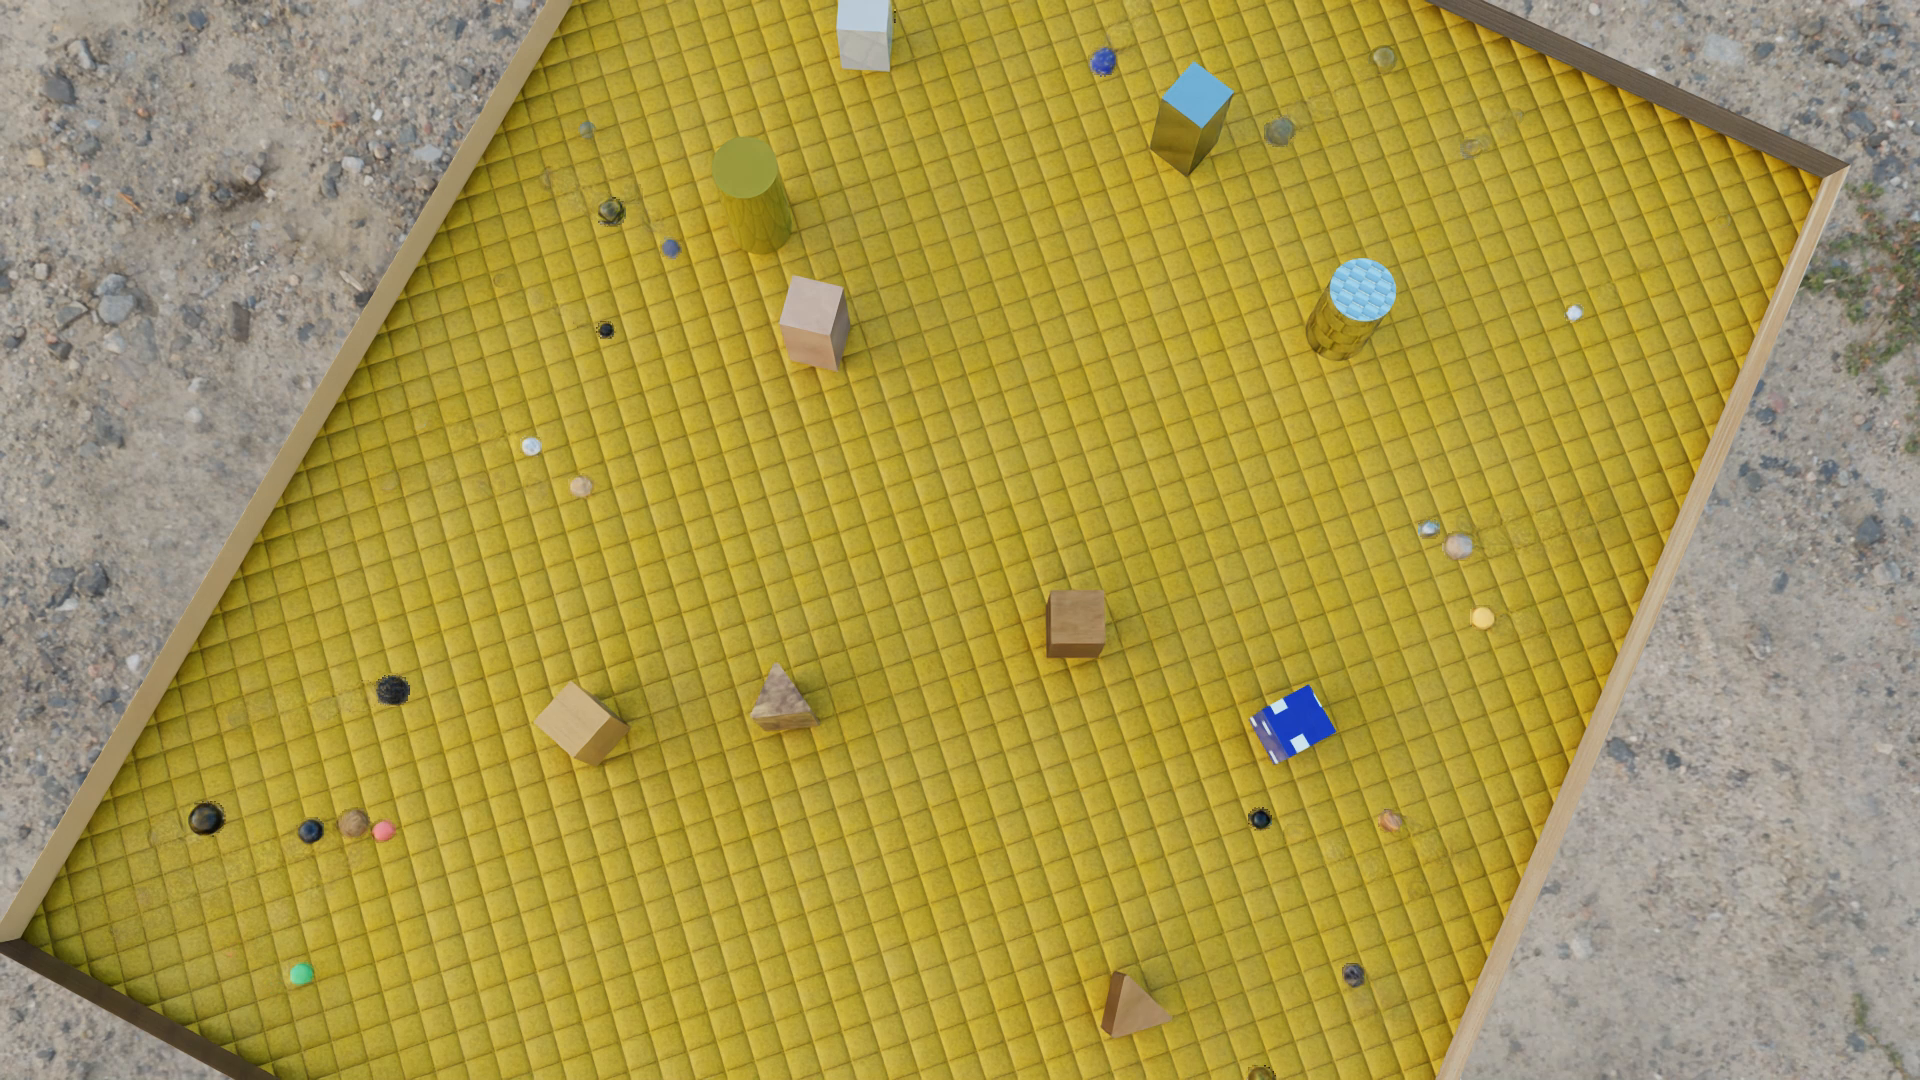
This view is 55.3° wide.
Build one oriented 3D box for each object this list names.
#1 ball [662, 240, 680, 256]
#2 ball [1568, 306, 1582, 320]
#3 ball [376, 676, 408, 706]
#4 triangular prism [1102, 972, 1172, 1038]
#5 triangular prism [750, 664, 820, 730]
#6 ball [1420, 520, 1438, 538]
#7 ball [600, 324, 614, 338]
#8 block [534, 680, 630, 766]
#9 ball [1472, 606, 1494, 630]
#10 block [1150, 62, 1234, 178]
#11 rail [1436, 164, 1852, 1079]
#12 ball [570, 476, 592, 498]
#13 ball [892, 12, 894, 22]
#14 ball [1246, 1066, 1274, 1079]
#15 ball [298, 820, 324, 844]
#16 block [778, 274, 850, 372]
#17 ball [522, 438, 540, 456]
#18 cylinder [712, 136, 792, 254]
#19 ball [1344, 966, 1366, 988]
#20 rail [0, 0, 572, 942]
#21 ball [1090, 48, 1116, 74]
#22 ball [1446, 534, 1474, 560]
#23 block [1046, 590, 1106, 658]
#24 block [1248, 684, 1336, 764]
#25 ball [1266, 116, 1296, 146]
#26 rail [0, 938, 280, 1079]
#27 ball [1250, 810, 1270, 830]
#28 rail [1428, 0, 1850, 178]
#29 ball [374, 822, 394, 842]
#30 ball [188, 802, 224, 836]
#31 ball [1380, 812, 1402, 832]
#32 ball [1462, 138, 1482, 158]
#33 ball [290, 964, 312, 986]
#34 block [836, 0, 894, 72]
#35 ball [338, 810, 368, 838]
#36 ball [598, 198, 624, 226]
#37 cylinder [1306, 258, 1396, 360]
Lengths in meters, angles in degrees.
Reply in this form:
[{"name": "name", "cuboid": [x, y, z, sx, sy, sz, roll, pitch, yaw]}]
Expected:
[{"name": "ball", "cuboid": [-0.912, -0.921, 5.779, 0.056, 0.056, 0.056, 0, 78, 0]}, {"name": "ball", "cuboid": [1.925, -0.710, 5.740, 0.046, 0.046, 0.046, 0, 78, 0]}, {"name": "ball", "cuboid": [-1.697, 0.451, 5.478, 0.089, 0.089, 0.089, 0, 78, 0]}, {"name": "triangular prism", "cuboid": [0.472, 1.290, 5.153, 0.168, 0.385, 0.146, -16, 79, -3]}, {"name": "triangular prism", "cuboid": [-0.510, 0.453, 5.328, 0.168, 0.381, 0.146, -6, 78, -1]}, {"name": "ball", "cuboid": [1.433, -0.034, 5.596, 0.053, 0.053, 0.053, 0, 78, 0]}, {"name": "ball", "cuboid": [-1.106, -0.655, 5.730, 0.044, 0.044, 0.044, 0, 78, 0]}, {"name": "block", "cuboid": [-1.096, 0.539, 5.336, 0.156, 0.330, 0.156, 40, 81, 8]}, {"name": "ball", "cuboid": [1.580, 0.236, 5.533, 0.068, 0.068, 0.068, 0, 78, 0]}, {"name": "block", "cuboid": [0.716, -1.302, 5.696, 0.156, 0.373, 0.156, 39, 81, 7]}, {"name": "rail", "cuboid": [1.732, 0.855, 5.374, 0.045, 0.126, 4.628, 26, 80, 5]}, {"name": "ball", "cuboid": [-1.162, -0.162, 5.616, 0.066, 0.066, 0.066, 0, 78, 0]}, {"name": "ball", "cuboid": [-0.235, -1.698, 5.941, 0.048, 0.048, 0.048, 0, 78, 0]}, {"name": "ball", "cuboid": [0.862, 1.552, 5.255, 0.079, 0.079, 0.079, 0, 78, 0]}, {"name": "ball", "cuboid": [-1.915, 0.860, 5.403, 0.070, 0.070, 0.070, 0, 78, 0]}, {"name": "block", "cuboid": [-0.438, -0.654, 5.568, 0.156, 0.361, 0.156, 14, 79, 3]}, {"name": "ball", "cuboid": [-1.321, -0.289, 5.647, 0.057, 0.057, 0.057, 0, 78, 0]}, {"name": "cylinder", "cuboid": [-0.631, -1.045, 5.596, 0.194, 0.464, 0.194, 0, 78, 0]}, {"name": "ball", "cuboid": [1.146, 1.267, 5.323, 0.062, 0.062, 0.062, 0, 78, 0]}, {"name": "rail", "cuboid": [-1.732, -0.842, 5.725, 0.045, 0.126, 4.628, 26, 80, 5]}, {"name": "ball", "cuboid": [0.462, -1.540, 5.893, 0.084, 0.084, 0.084, 0, 78, 0]}, {"name": "ball", "cuboid": [1.518, 0.021, 5.570, 0.083, 0.083, 0.083, 0, 78, 0]}, {"name": "block", "cuboid": [0.339, 0.251, 5.413, 0.156, 0.298, 0.156, 0, 78, 0]}, {"name": "block", "cuboid": [0.971, 0.543, 5.371, 0.156, 0.261, 0.156, -28, 80, -5]}, {"name": "ball", "cuboid": [1.022, -1.302, 5.839, 0.092, 0.092, 0.092, 0, 78, 0]}, {"name": "rail", "cuboid": [-1.024, 2.013, 5.135, 3.921, 0.126, 0.045, 26, 80, 5]}, {"name": "ball", "cuboid": [0.887, 0.827, 5.416, 0.057, 0.057, 0.057, 0, 78, 0]}, {"name": "rail", "cuboid": [1.024, -1.999, 5.965, 3.921, 0.126, 0.045, 26, 80, 5]}, {"name": "ball", "cuboid": [-1.702, 0.860, 5.409, 0.059, 0.059, 0.059, 0, 78, 0]}, {"name": "ball", "cuboid": [-2.220, 0.822, 5.397, 0.097, 0.097, 0.097, 0, 78, 0]}, {"name": "ball", "cuboid": [1.274, 0.833, 5.413, 0.061, 0.061, 0.061, 0, 78, 0]}, {"name": "ball", "cuboid": [1.632, -1.250, 5.845, 0.060, 0.060, 0.060, 0, 78, 0]}, {"name": "ball", "cuboid": [-1.914, 1.261, 5.324, 0.062, 0.062, 0.062, 0, 78, 0]}, {"name": "block", "cuboid": [-0.300, -1.624, 5.815, 0.156, 0.269, 0.156, 4, 78, 1]}, {"name": "ball", "cuboid": [-1.788, 0.837, 5.402, 0.081, 0.081, 0.081, 0, 78, 0]}, {"name": "ball", "cuboid": [-1.102, -1.036, 5.788, 0.084, 0.084, 0.084, 0, 78, 0]}, {"name": "cylinder", "cuboid": [1.182, -0.694, 5.562, 0.194, 0.389, 0.194, 0, 78, 0]}]
